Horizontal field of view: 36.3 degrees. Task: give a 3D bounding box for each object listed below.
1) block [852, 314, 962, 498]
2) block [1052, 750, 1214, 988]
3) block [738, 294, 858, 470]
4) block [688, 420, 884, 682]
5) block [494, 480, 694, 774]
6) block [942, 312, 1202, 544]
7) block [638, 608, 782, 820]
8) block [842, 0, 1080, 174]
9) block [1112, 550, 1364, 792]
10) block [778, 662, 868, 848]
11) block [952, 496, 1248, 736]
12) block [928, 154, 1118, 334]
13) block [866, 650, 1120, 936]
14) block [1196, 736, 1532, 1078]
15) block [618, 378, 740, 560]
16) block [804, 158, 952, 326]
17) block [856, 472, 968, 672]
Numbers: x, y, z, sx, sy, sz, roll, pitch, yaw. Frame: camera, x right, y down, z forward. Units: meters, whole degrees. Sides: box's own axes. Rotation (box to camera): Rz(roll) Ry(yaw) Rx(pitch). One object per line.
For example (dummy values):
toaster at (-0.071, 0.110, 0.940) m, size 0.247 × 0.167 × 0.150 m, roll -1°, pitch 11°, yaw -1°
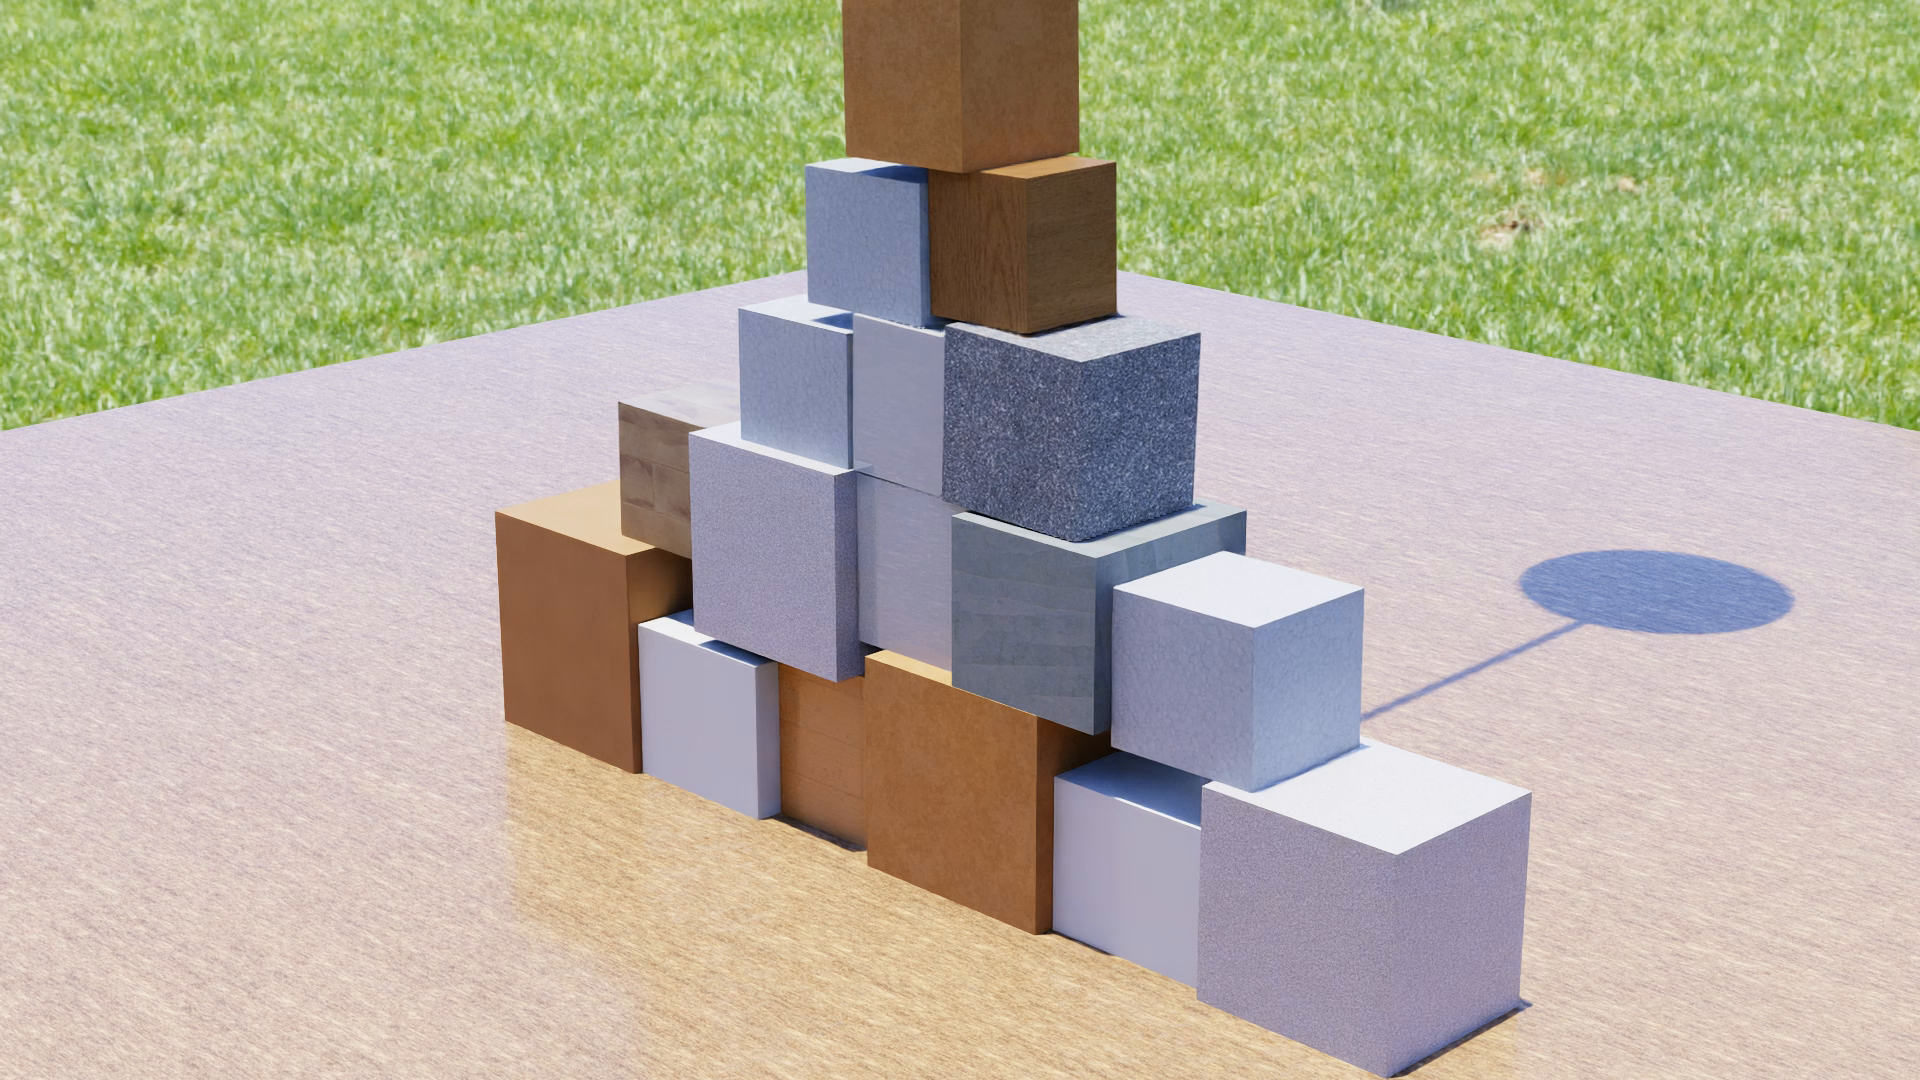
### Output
block at (-0.029, -0.662, 13.138) m, size 0.677 × 0.719 × 0.599 m, roll -17°, pitch 25°, yaw -42°
block at (0.993, 1.380, 12.746) m, size 0.771 × 0.725 × 0.887 m, roll -17°, pitch 24°, yaw -42°
block at (-0.512, -0.769, 13.611) m, size 0.715 × 0.629 × 0.734 m, roll -17°, pitch 24°, yaw -42°
block at (-0.576, -0.029, 13.953) m, size 0.980 × 0.988 × 1.011 m, roll -17°, pitch 24°, yaw -42°
block at (-1.632, 0.398, 15.166) m, size 1.054 × 1.147 × 1.064 m, roll -17°, pitch 24°, yaw -42°
block at (0.475, -0.531, 12.653) m, size 0.754 × 0.785 × 0.794 m, roll -17°, pitch 26°, yaw -42°
block at (-0.932, 0.777, 14.569) m, size 0.973 × 0.781 × 0.873 m, roll -17°, pitch 24°, yaw -42°
block at (0.004, -2.086, 12.695) m, size 0.722 × 0.834 × 0.721 m, roll -17°, pitch 23°, yaw -42°
block at (1.158, 0.535, 12.270) m, size 0.715 × 0.706 × 0.765 m, roll -17°, pitch 23°, yaw -42°
block at (-0.346, 0.914, 14.017) m, size 0.723 × 0.850 × 0.738 m, roll -17°, pitch 24°, yaw -42°
block at (0.605, 0.256, 12.802) m, size 0.971 × 0.782 × 0.844 m, roll -17°, pitch 24°, yaw -42°
block at (0.272, -1.299, 12.646) m, size 0.560 × 0.657 × 0.583 m, roll -17°, pitch 23°, yaw -42°
block at (0.287, 1.028, 13.361) m, size 0.954 × 1.027 × 1.071 m, roll -17°, pitch 24°, yaw -42°
block at (1.654, 1.470, 12.067) m, size 0.907 × 0.961 × 0.983 m, roll -17°, pitch 24°, yaw -42°
block at (-1.201, -0.345, 14.475) m, size 0.659 × 0.687 × 0.701 m, roll -17°, pitch 25°, yaw -42°
block at (-0.194, -1.370, 13.128) m, size 0.668 × 0.625 × 0.732 m, roll -17°, pitch 23°, yaw -42°
block at (0.038, 0.080, 13.330) m, size 0.703 × 0.801 × 0.724 m, roll -17°, pitch 24°, yaw -42°
